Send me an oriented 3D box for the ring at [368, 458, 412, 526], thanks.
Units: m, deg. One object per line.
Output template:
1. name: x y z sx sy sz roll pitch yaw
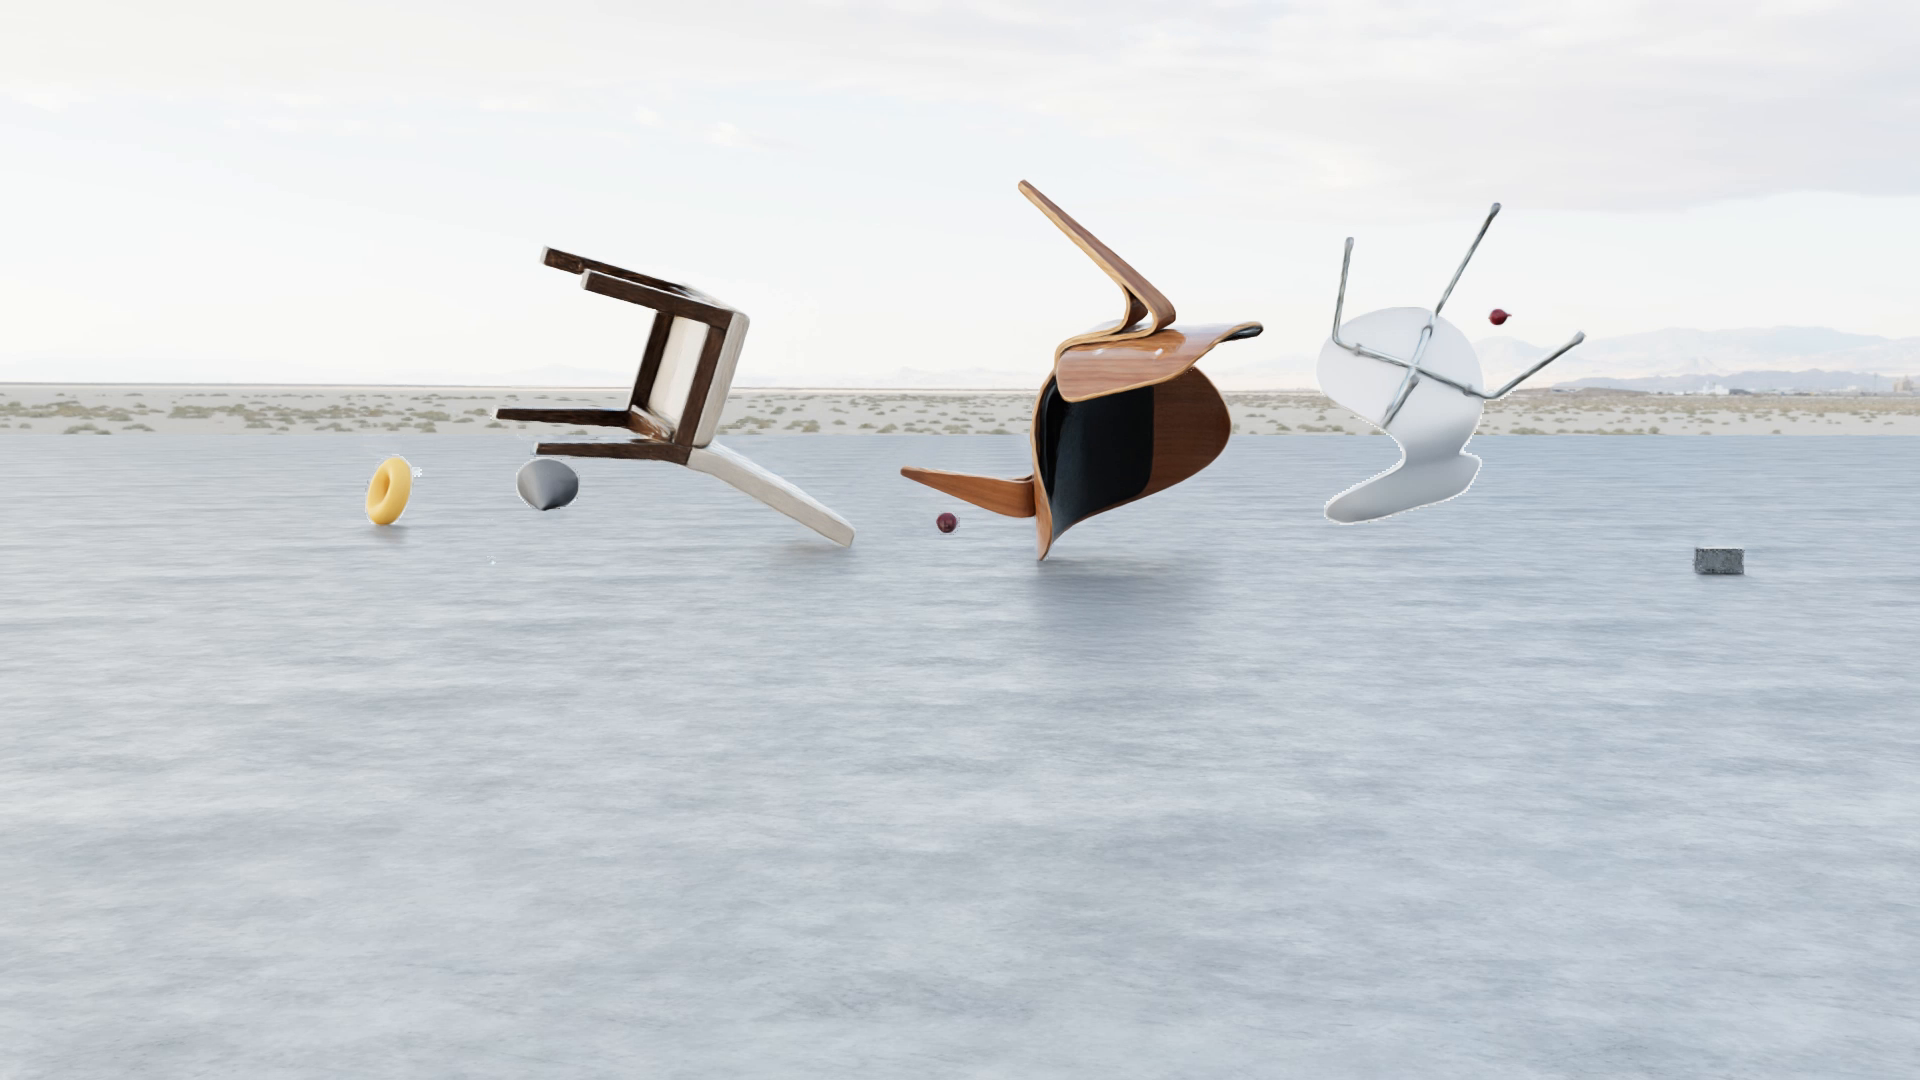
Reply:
1. ring: -1.888 -0.160 7.272 0.139 0.236 0.082 4 -16 33

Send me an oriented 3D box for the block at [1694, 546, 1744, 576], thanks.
1. block: 1.847 0.050 5.346 0.107 0.063 0.057 2 4 26

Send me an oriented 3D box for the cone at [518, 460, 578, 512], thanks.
1. cone: -1.540 -0.157 8.142 0.231 0.220 0.181 -19 33 13
